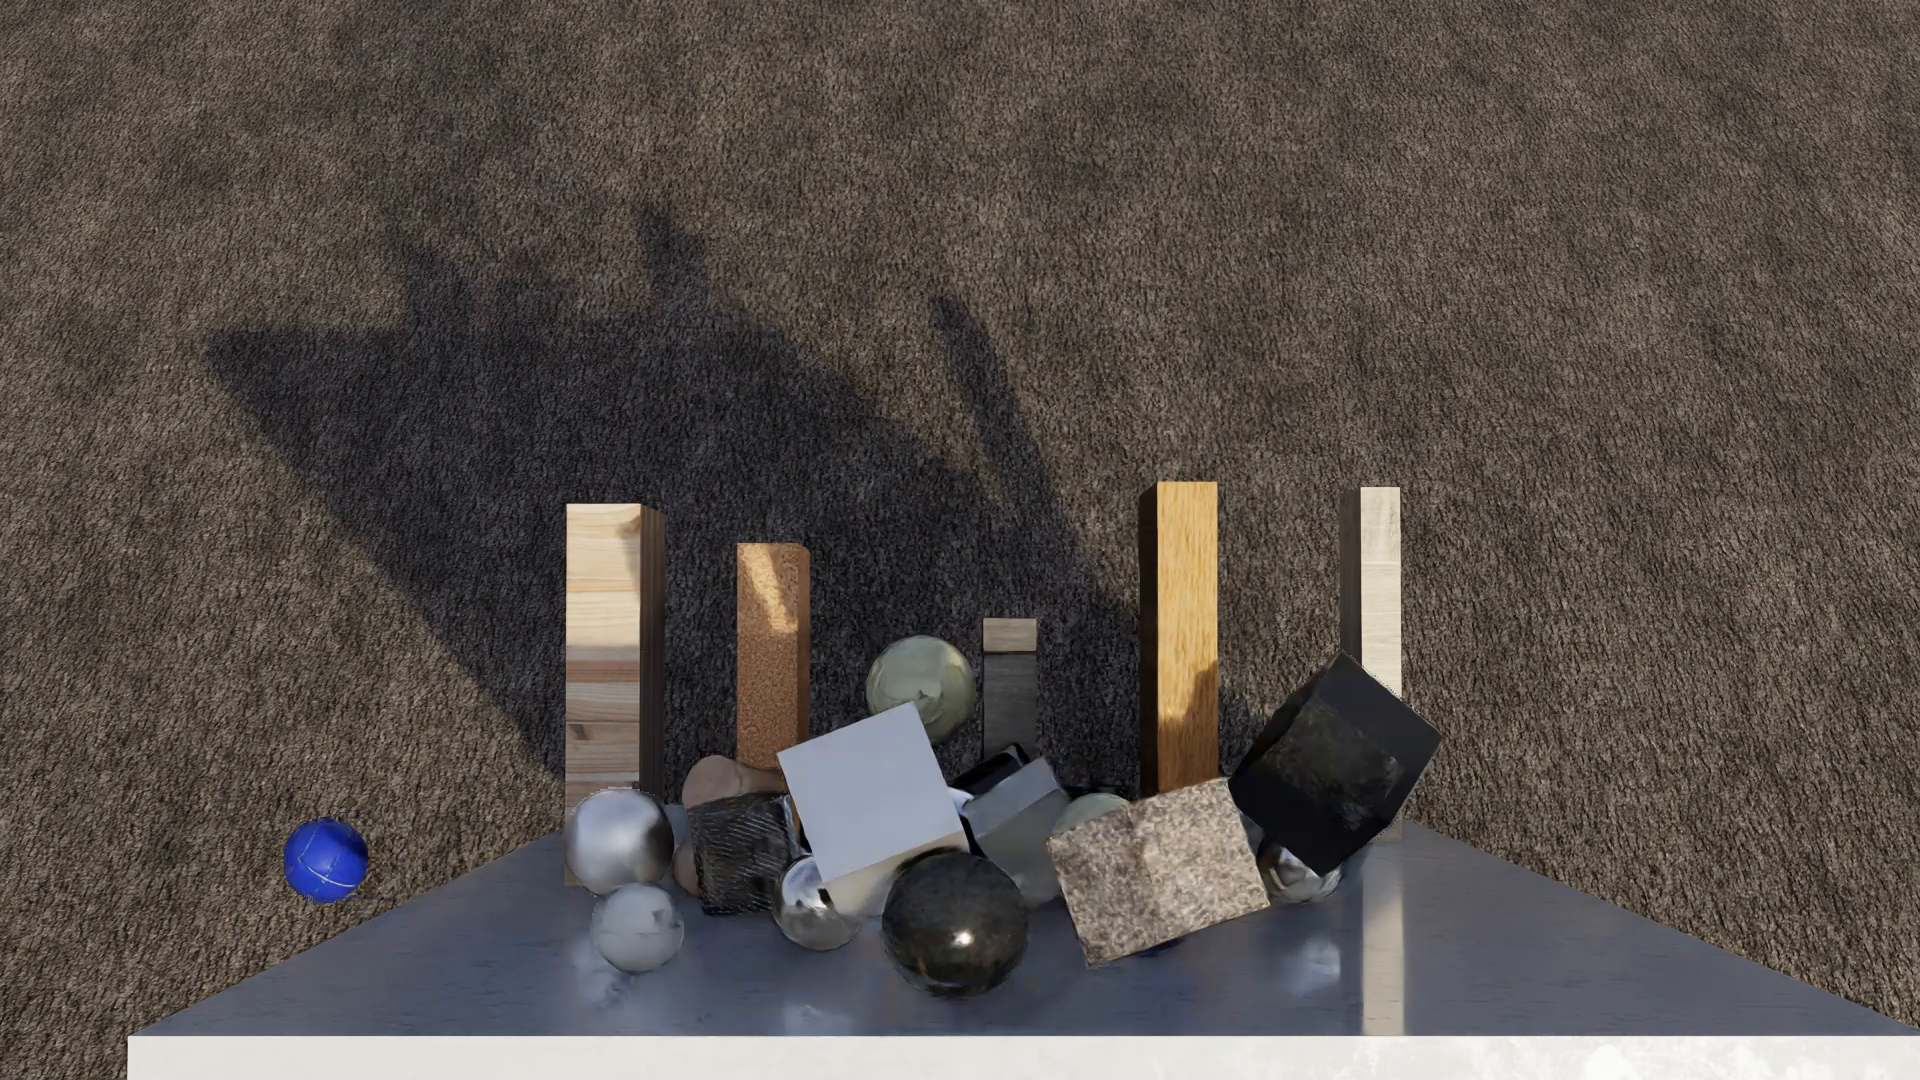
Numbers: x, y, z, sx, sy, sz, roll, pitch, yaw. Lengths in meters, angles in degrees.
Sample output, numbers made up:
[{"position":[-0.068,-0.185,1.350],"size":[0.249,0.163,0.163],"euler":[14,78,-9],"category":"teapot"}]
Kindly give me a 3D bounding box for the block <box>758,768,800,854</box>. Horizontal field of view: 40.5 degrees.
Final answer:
[{"position":[-0.277,0.502,4.463],"size":[0.210,0.210,0.210],"euler":[2,-3,-38],"category":"block"}]

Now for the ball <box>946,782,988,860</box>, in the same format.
[{"position":[-0.032,0.500,4.284],"size":[0.202,0.202,0.202],"euler":[0,36,0],"category":"ball"}]

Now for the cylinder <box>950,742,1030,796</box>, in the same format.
[{"position":[0.061,0.478,4.471],"size":[0.190,0.190,0.190],"euler":[-31,38,5],"category":"cylinder"}]

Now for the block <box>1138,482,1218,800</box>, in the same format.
[{"position":[0.363,0.259,4.349],"size":[0.096,0.689,0.423],"euler":[0,-2,0],"category":"block"}]

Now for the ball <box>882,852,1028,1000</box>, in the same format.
[{"position":[-0.007,0.471,3.177],"size":[0.179,0.179,0.179],"euler":[0,36,0],"category":"ball"}]

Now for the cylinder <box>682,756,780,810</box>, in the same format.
[{"position":[-0.377,0.426,4.301],"size":[0.117,0.117,0.117],"euler":[32,2,36],"category":"cylinder"}]

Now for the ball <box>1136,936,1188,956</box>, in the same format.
[{"position":[0.256,0.493,3.613],"size":[0.167,0.167,0.167],"euler":[0,36,0],"category":"ball"}]

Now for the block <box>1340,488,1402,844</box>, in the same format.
[{"position":[0.902,0.274,5.723],"size":[0.084,0.762,0.318],"euler":[0,-2,0],"category":"block"}]

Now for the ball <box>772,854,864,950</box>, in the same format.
[{"position":[-0.197,0.510,3.667],"size":[0.137,0.137,0.137],"euler":[0,36,0],"category":"ball"}]

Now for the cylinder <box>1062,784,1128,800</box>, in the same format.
[{"position":[0.246,0.549,4.986],"size":[0.155,0.155,0.155],"euler":[0,-3,0],"category":"cylinder"}]

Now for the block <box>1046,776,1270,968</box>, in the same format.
[{"position":[0.230,0.389,3.042],"size":[0.159,0.159,0.159],"euler":[-11,77,-38],"category":"block"}]

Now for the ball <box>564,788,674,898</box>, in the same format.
[{"position":[-0.576,0.513,4.394],"size":[0.185,0.185,0.185],"euler":[0,36,0],"category":"ball"}]

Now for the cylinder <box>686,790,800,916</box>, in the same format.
[{"position":[-0.338,0.493,4.105],"size":[0.164,0.164,0.164],"euler":[-10,3,0],"category":"cylinder"}]

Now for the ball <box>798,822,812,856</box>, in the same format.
[{"position":[-0.153,0.474,4.121],"size":[0.207,0.207,0.207],"euler":[0,36,0],"category":"ball"}]

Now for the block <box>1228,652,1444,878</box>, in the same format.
[{"position":[0.561,0.340,3.929],"size":[0.201,0.201,0.201],"euler":[40,51,1],"category":"block"}]

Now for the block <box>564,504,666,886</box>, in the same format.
[{"position":[-0.635,0.282,4.816],"size":[0.131,0.679,0.391],"euler":[0,-2,0],"category":"block"}]

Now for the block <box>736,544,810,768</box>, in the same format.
[{"position":[-0.349,0.318,4.895],"size":[0.109,0.611,0.372],"euler":[0,-2,0],"category":"block"}]

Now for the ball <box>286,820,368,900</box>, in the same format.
[{"position":[-1.149,0.581,4.718],"size":[0.147,0.147,0.147],"euler":[0,36,0],"category":"ball"}]

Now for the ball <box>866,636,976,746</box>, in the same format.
[{"position":[-0.068,0.263,4.533],"size":[0.194,0.194,0.194],"euler":[0,36,0],"category":"ball"}]

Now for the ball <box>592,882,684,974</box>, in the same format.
[{"position":[-0.421,0.509,3.409],"size":[0.119,0.119,0.119],"euler":[0,36,0],"category":"ball"}]

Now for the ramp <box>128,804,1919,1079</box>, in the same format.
[{"position":[0.079,0.673,4.873],"size":[2.000,0.100,4.000],"euler":[0,-2,0],"category":"ramp"}]

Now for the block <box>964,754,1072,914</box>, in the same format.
[{"position":[0.119,0.468,4.140],"size":[0.153,0.153,0.153],"euler":[-33,16,2],"category":"block"}]

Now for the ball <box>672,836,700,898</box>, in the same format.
[{"position":[-0.426,0.547,4.373],"size":[0.114,0.114,0.114],"euler":[0,36,0],"category":"ball"}]

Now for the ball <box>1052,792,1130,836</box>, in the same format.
[{"position":[0.189,0.405,3.501],"size":[0.131,0.131,0.131],"euler":[0,36,0],"category":"ball"}]

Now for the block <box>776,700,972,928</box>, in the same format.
[{"position":[-0.102,0.348,3.281],"size":[0.182,0.182,0.182],"euler":[-21,64,-3],"category":"block"}]

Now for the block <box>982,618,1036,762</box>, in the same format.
[{"position":[0.088,0.382,4.768],"size":[0.093,0.475,0.393],"euler":[0,-2,0],"category":"block"}]

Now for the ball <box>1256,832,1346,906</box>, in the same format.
[{"position":[0.562,0.528,4.283],"size":[0.146,0.146,0.146],"euler":[0,36,0],"category":"ball"}]
